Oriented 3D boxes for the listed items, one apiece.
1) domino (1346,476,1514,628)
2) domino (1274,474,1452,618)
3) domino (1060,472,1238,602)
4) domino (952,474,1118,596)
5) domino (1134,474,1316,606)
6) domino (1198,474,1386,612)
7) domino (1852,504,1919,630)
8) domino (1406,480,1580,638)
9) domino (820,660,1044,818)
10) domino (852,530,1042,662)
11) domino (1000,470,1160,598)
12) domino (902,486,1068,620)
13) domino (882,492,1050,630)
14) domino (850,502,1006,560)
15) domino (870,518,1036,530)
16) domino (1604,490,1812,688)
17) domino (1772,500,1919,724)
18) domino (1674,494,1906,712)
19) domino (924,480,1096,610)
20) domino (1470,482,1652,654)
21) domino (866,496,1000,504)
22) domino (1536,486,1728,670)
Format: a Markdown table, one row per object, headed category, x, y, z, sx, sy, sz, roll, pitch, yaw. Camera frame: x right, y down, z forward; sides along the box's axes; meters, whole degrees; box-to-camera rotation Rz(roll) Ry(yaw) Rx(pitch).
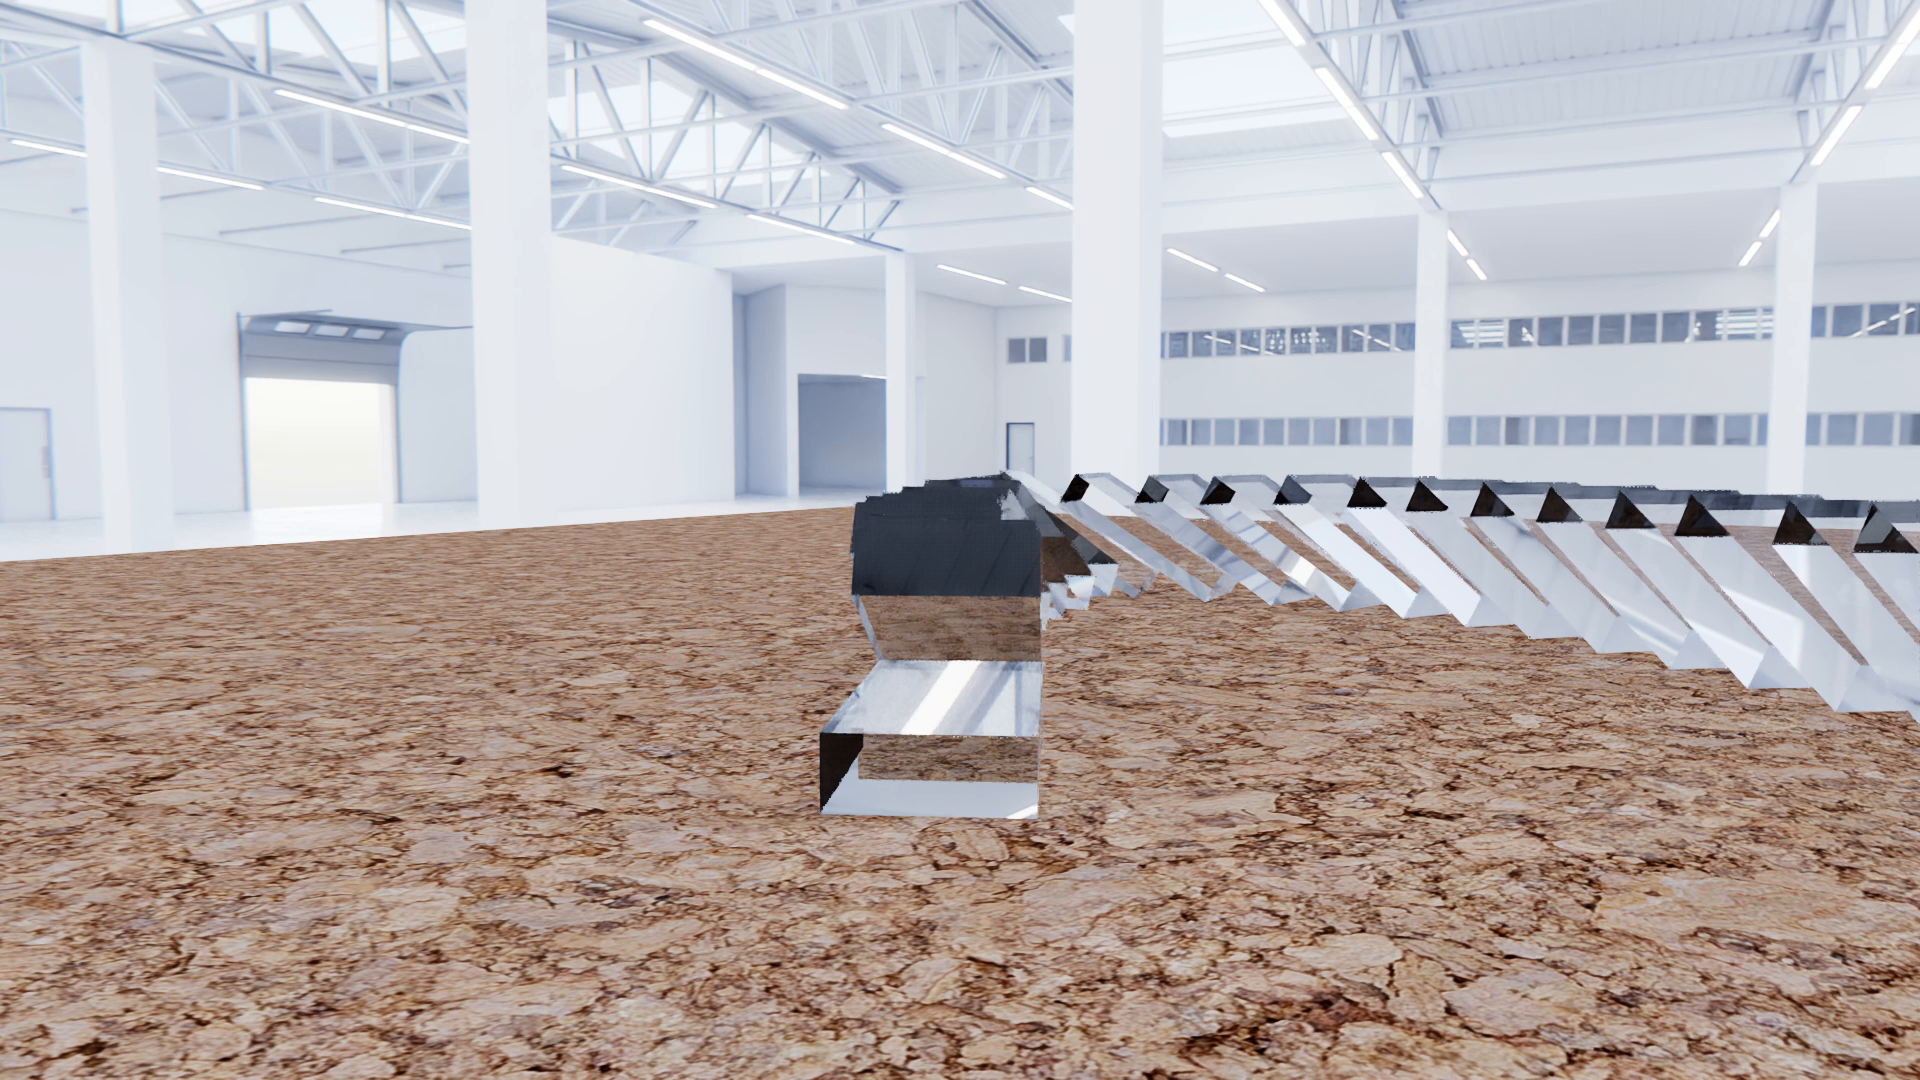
| category | x | y | z | sx | sy | sz | roll | pitch | yaw |
| --- | --- | --- | --- | --- | --- | --- | --- | --- | --- |
| domino | 0.121 | 0.002 | 0.317 | 0.025 | 0.009 | 0.050 | -1 | 35 | -22 |
| domino | 0.108 | 0.000 | 0.333 | 0.025 | 0.010 | 0.050 | -2 | 36 | -34 |
| domino | 0.055 | -0.002 | 0.364 | 0.050 | 0.009 | 0.025 | 36 | 19 | 21 |
| domino | 0.016 | 0.000 | 0.336 | 0.025 | 0.009 | 0.050 | -3 | -29 | 46 |
| domino | 0.076 | -0.001 | 0.358 | 0.025 | 0.010 | 0.050 | -5 | 37 | -49 |
| domino | 0.091 | 0.000 | 0.346 | 0.025 | 0.009 | 0.050 | -4 | 37 | -44 |
| domino | 0.154 | 0.012 | 0.183 | 0.025 | 0.009 | 0.050 | 0 | 34 | 5 |
| domino | 0.130 | 0.003 | 0.300 | 0.025 | 0.010 | 0.050 | -1 | 35 | -19 |
| domino | -0.002 | 0.025 | 0.171 | 0.025 | 0.009 | 0.050 | 0 | 4 | 4 |
| domino | 0.000 | 0.013 | 0.194 | 0.025 | 0.010 | 0.050 | 0 | -22 | 4 |
| domino | 0.033 | -0.002 | 0.365 | 0.050 | 0.009 | 0.025 | 34 | 12 | 13 |
| domino | 0.006 | 0.004 | 0.297 | 0.025 | 0.009 | 0.050 | 2 | -25 | 22 |
| domino | 0.002 | 0.005 | 0.277 | 0.025 | 0.010 | 0.050 | 1 | -25 | 17 |
| domino | -0.002 | 0.009 | 0.236 | 0.025 | 0.009 | 0.050 | 1 | -25 | 9 |
| domino | 0.000 | 0.011 | 0.215 | 0.025 | 0.009 | 0.050 | 1 | -23 | 3 |
| domino | 0.148 | 0.008 | 0.242 | 0.025 | 0.010 | 0.050 | 0 | 34 | -6 |
| domino | 0.154 | 0.011 | 0.202 | 0.025 | 0.009 | 0.050 | 0 | 34 | 4 |
| domino | 0.151 | 0.009 | 0.223 | 0.025 | 0.010 | 0.050 | 0 | 34 | -4 |
| domino | 0.012 | 0.002 | 0.316 | 0.025 | 0.009 | 0.050 | 2 | -27 | 29 |
| domino | 0.137 | 0.005 | 0.281 | 0.025 | 0.009 | 0.050 | -1 | 35 | -14 |
| domino | -0.001 | 0.007 | 0.257 | 0.025 | 0.010 | 0.050 | 1 | -25 | 13 |
| domino | 0.143 | 0.006 | 0.262 | 0.025 | 0.009 | 0.050 | -1 | 35 | -9 |
